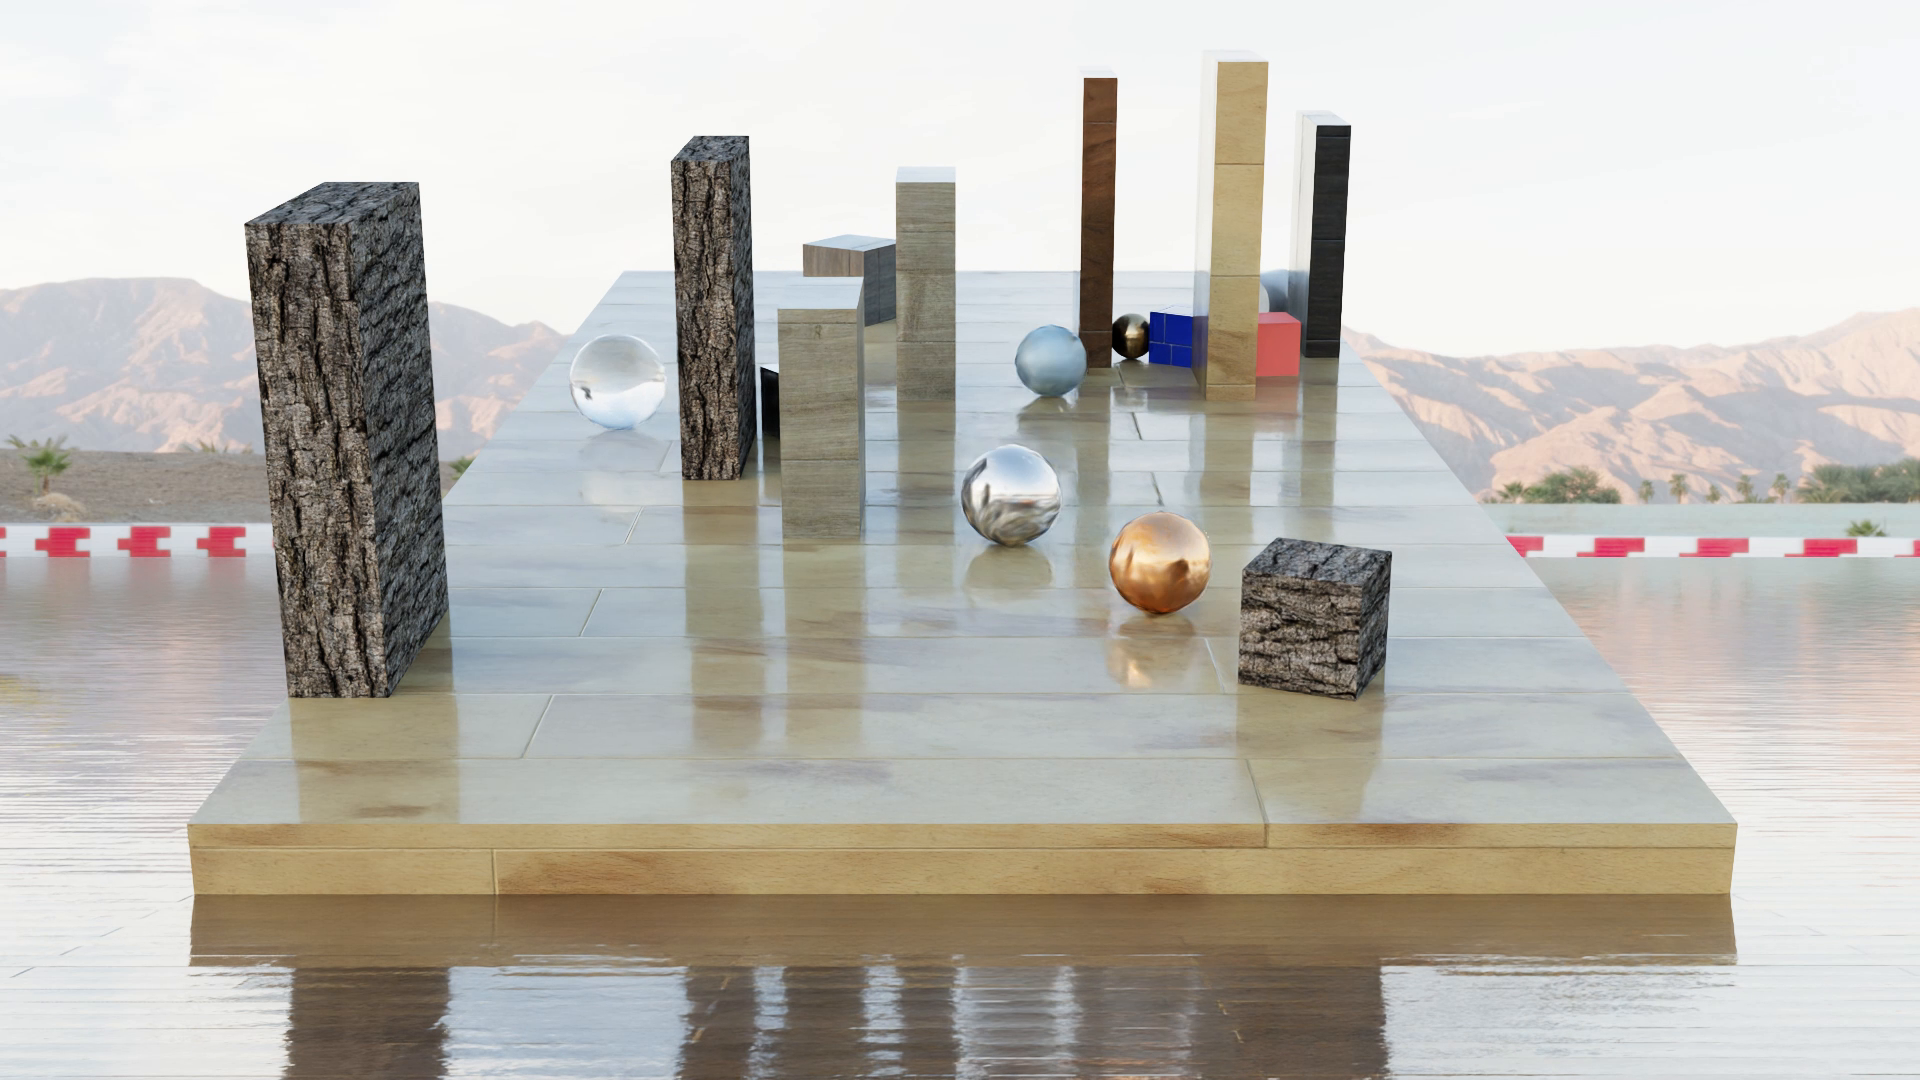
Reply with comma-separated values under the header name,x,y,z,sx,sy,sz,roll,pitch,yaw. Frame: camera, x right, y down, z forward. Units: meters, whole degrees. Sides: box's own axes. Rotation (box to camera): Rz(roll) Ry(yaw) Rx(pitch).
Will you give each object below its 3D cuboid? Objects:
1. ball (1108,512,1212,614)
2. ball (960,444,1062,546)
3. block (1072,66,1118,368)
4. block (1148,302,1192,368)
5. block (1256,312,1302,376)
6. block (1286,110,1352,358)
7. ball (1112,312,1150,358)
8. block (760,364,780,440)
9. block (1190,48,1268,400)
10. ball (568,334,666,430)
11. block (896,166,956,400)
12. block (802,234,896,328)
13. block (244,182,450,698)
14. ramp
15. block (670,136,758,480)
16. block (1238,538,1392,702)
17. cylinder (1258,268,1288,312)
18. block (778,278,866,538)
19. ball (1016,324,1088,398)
name,x,y,z,sx,sy,sz,roll,pitch,yaw
ball,0.329,0.037,3.648,0.169,0.169,0.169,0,0,0
ball,0.092,-0.080,4.006,0.182,0.182,0.182,0,0,0
block,0.329,-0.796,5.458,0.081,0.696,0.301,0,17,0
block,0.553,-0.504,5.478,0.128,0.128,0.128,11,20,31
block,0.741,-0.474,5.379,0.128,0.128,0.128,-3,17,-9
block,0.901,-0.776,5.605,0.085,0.572,0.334,0,17,0
ball,0.426,-0.506,5.506,0.114,0.114,0.114,0,0,0
block,-0.328,-0.298,4.771,0.146,0.146,0.146,-11,20,-32
block,0.619,-0.732,5.139,0.112,0.762,0.337,0,17,0
ball,-0.740,-0.342,4.808,0.209,0.209,0.209,0,0,0
block,-0.077,-0.595,5.140,0.135,0.499,0.259,0,17,0
block,-0.280,-0.701,5.986,0.202,0.202,0.202,11,20,32
block,-0.920,-0.164,3.385,0.148,0.704,0.415,0,17,0
ramp,-0.003,-0.175,4.792,2.000,0.100,4.000,0,17,0
block,-0.498,-0.483,4.543,0.115,0.633,0.416,0,17,0
block,0.538,0.117,3.367,0.181,0.181,0.181,8,19,23
cylinder,0.805,-0.636,5.876,0.146,0.146,0.146,-16,11,-42
block,-0.254,-0.252,4.147,0.141,0.425,0.309,0,17,0
ball,0.210,-0.411,5.109,0.165,0.165,0.165,0,0,0
